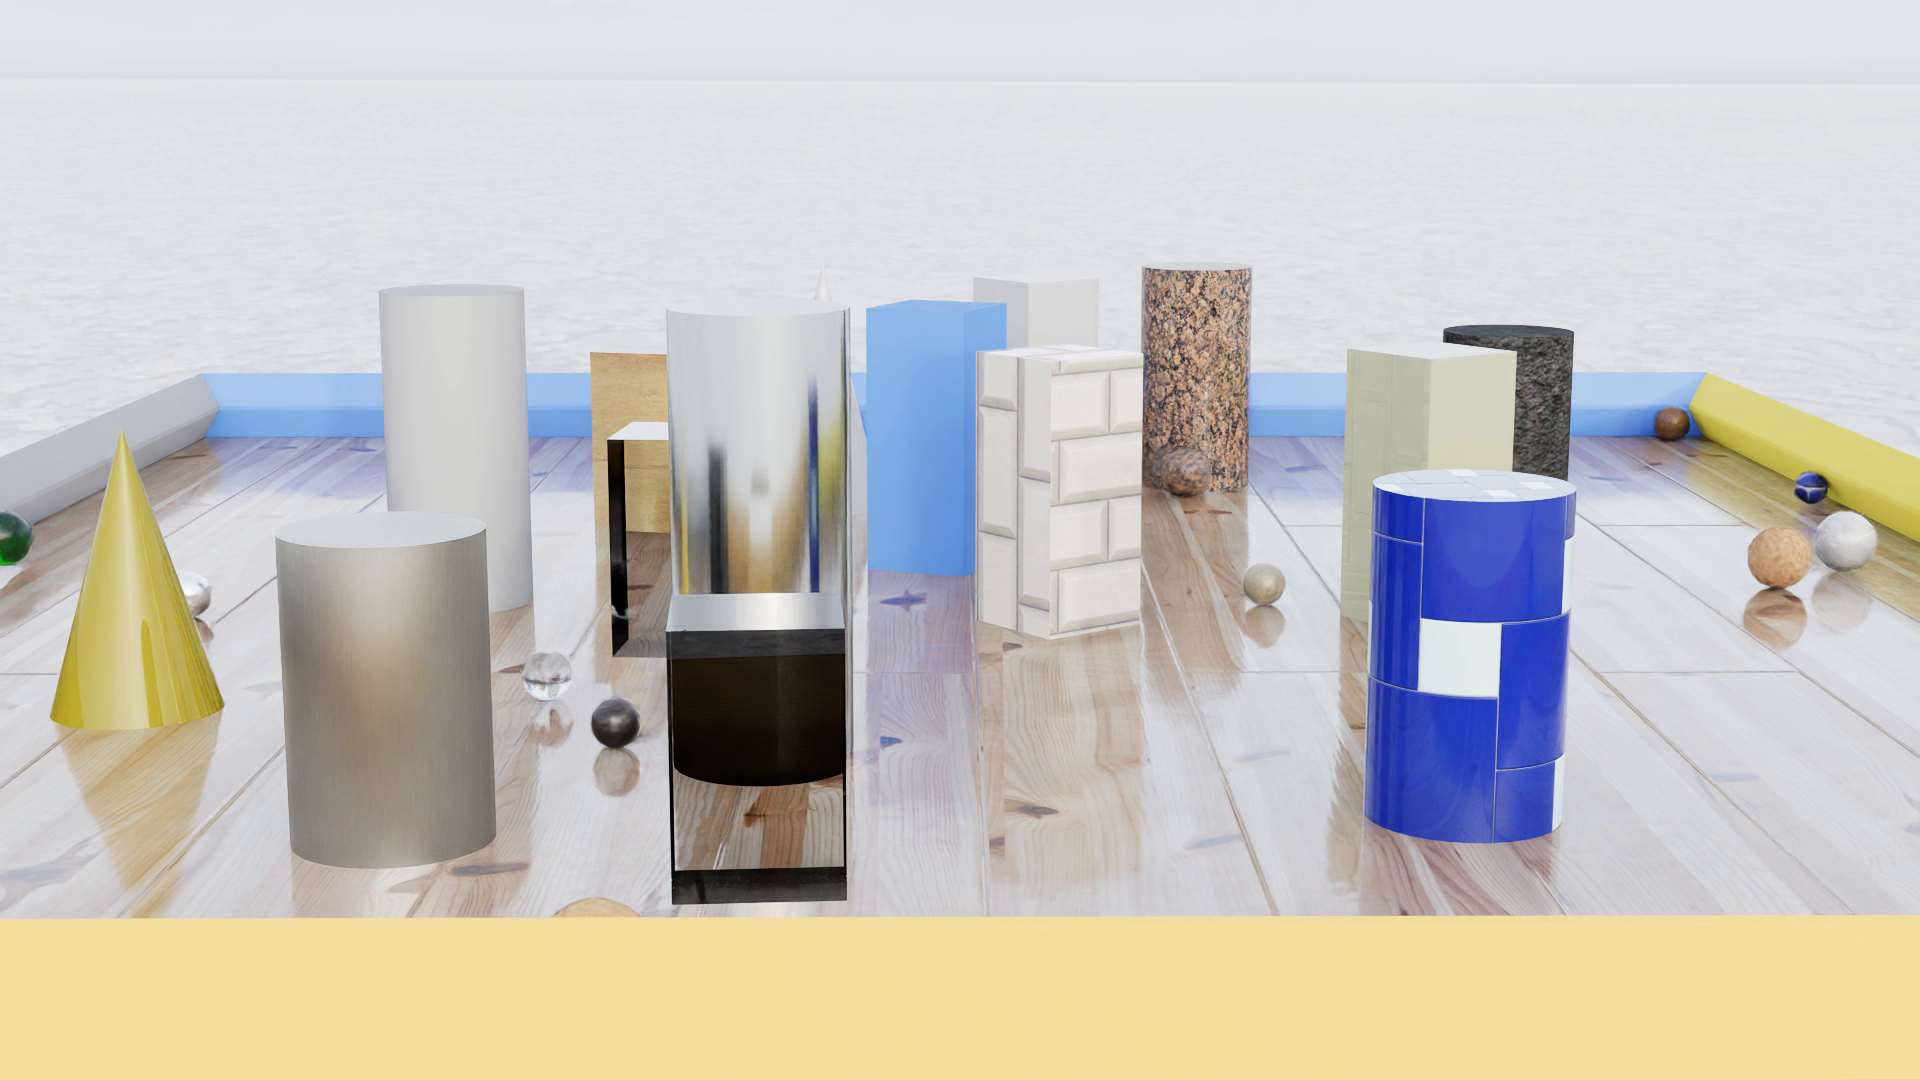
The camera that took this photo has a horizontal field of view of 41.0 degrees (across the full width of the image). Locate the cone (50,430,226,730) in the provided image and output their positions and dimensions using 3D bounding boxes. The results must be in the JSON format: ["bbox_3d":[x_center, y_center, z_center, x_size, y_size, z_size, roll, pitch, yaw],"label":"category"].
[{"bbox_3d":[-0.939,0.033,2.903,0.192,0.324,0.192,0,11,0],"label":"cone"}]

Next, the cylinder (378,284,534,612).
[{"bbox_3d":[-0.683,-0.126,3.484,0.192,0.426,0.192,0,11,0],"label":"cylinder"}]

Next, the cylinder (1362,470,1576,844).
[{"bbox_3d":[0.493,0.108,2.490,0.192,0.328,0.192,0,11,0],"label":"cylinder"}]

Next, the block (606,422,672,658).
[{"bbox_3d":[-0.349,-0.002,3.231,0.154,0.273,0.154,1,11,4],"label":"block"}]

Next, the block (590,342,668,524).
[{"bbox_3d":[-0.493,-0.173,4.144,0.154,0.275,0.154,3,11,14],"label":"block"}]

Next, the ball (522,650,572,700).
[{"bbox_3d":[-0.477,0.157,2.967,0.058,0.058,0.058,0,11,0],"label":"ball"}]

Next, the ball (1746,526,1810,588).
[{"bbox_3d":[1.149,0.025,3.601,0.086,0.086,0.086,0,11,0],"label":"ball"}]

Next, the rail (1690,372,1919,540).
[{"bbox_3d":[1.459,0.031,3.457,0.045,0.125,3.277,0,11,0],"label":"rail"}]

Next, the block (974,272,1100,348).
[{"bbox_3d":[0.131,-0.273,4.442,0.154,0.363,0.154,-8,13,-36],"label":"block"}]

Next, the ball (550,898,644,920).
[{"bbox_3d":[-0.280,0.323,1.969,0.096,0.096,0.096,0,11,0],"label":"ball"}]

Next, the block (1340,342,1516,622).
[{"bbox_3d":[0.614,-0.072,3.374,0.154,0.358,0.154,-7,13,-34],"label":"block"}]

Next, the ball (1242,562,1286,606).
[{"bbox_3d":[0.414,0.060,3.490,0.058,0.058,0.058,0,11,0],"label":"ball"}]

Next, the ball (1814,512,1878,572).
[{"bbox_3d":[1.283,0.002,3.718,0.087,0.087,0.087,0,11,0],"label":"ball"}]

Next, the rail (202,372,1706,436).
[{"bbox_3d":[-0.009,-0.263,5.037,2.965,0.125,0.045,0,11,0],"label":"rail"}]

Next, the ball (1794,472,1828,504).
[{"bbox_3d":[1.423,-0.086,4.290,0.053,0.053,0.053,0,11,0],"label":"ball"}]

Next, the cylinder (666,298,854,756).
[{"bbox_3d":[-0.211,-0.010,2.721,0.192,0.475,0.192,0,11,0],"label":"cylinder"}]

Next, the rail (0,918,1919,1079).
[{"bbox_3d":[0.009,0.327,1.862,2.965,0.125,0.045,0,11,0],"label":"rail"}]

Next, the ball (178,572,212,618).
[{"bbox_3d":[-1.025,0.073,3.408,0.062,0.062,0.062,0,11,0],"label":"ball"}]

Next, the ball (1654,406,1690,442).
[{"bbox_3d":[1.390,-0.227,5.005,0.068,0.068,0.068,0,11,0],"label":"ball"}]

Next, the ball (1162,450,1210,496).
[{"bbox_3d":[0.383,-0.114,4.359,0.081,0.081,0.081,0,11,0],"label":"ball"}]

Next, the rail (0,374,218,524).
[{"bbox_3d":[-1.459,0.034,3.441,0.045,0.125,3.277,0,11,0],"label":"rail"}]

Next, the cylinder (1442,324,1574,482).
[{"bbox_3d":[0.821,-0.150,3.871,0.192,0.331,0.192,0,11,0],"label":"cylinder"}]

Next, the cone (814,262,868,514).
[{"bbox_3d":[-0.225,-0.257,4.237,0.192,0.407,0.192,0,11,0],"label":"cone"}]

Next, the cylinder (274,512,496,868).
[{"bbox_3d":[-0.539,0.137,2.416,0.192,0.299,0.192,0,11,0],"label":"cylinder"}]

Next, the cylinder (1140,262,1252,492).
[{"bbox_3d":[0.410,-0.287,4.474,0.192,0.380,0.192,0,11,0],"label":"cylinder"}]

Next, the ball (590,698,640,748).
[{"bbox_3d":[-0.371,0.197,2.763,0.054,0.054,0.054,0,11,0],"label":"ball"}]

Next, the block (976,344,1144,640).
[{"bbox_3d":[0.129,-0.068,3.356,0.154,0.357,0.154,-8,13,-37],"label":"block"}]

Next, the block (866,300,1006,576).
[{"bbox_3d":[-0.033,-0.152,3.748,0.154,0.380,0.154,5,12,24],"label":"block"}]

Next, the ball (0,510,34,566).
[{"bbox_3d":[-1.402,-0.003,3.761,0.082,0.082,0.082,0,11,0],"label":"ball"}]

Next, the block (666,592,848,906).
[{"bbox_3d":[-0.182,0.184,2.307,0.154,0.246,0.154,-1,11,-4],"label":"block"}]
